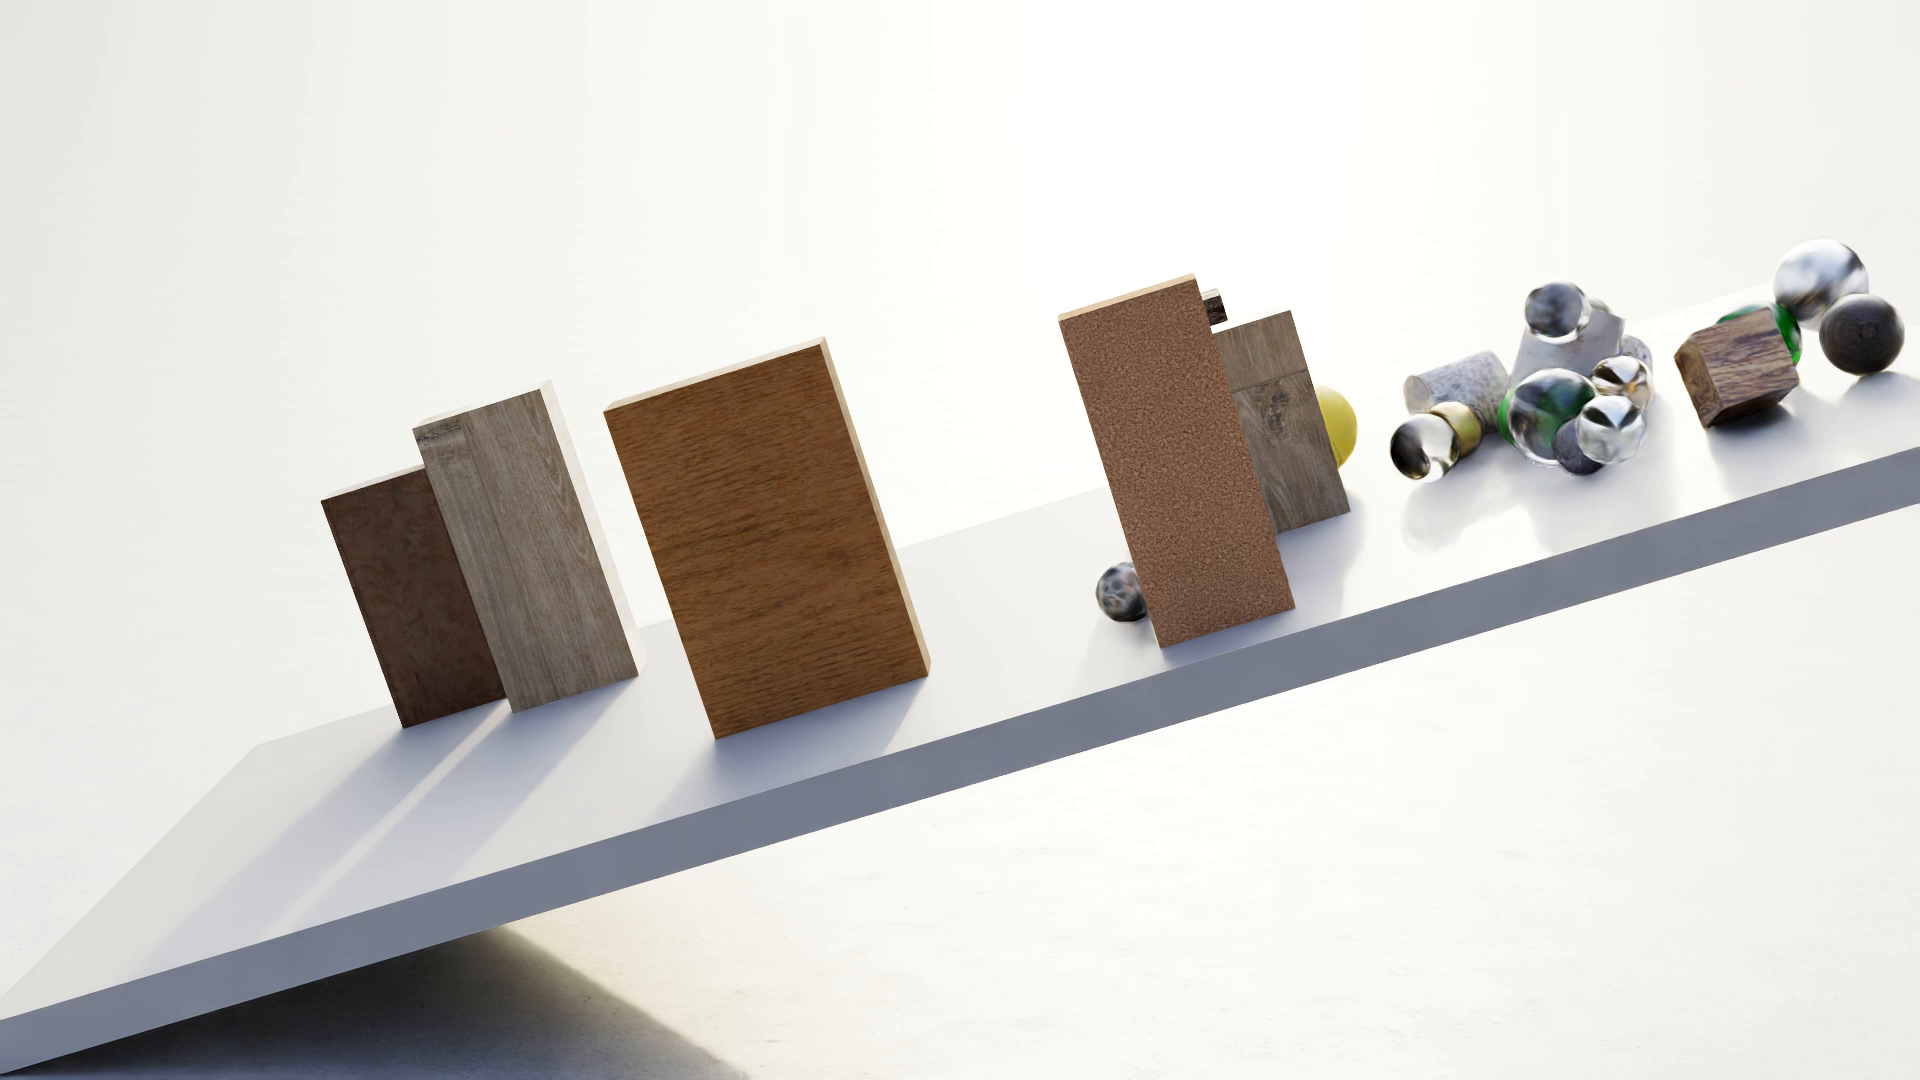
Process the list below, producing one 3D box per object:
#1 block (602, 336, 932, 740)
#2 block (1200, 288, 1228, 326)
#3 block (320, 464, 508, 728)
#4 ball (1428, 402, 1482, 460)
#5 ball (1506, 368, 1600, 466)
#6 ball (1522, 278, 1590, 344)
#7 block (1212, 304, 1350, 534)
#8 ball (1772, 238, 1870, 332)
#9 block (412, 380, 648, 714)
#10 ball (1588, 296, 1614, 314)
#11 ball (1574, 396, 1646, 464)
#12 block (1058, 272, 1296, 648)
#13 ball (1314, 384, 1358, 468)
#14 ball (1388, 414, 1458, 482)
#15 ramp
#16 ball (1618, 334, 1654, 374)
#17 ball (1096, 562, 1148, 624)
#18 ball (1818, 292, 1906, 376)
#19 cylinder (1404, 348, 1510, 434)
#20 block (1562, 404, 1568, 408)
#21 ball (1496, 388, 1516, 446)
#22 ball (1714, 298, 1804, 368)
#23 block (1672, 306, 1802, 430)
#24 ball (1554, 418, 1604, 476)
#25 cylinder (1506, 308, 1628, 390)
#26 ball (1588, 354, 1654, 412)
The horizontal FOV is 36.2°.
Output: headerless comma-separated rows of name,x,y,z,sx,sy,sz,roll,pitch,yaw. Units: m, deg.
block,-0.380,-0.003,5.872,0.449,0.696,0.127,-17,10,5
block,0.476,-0.273,6.467,0.337,0.471,0.141,-17,10,5
block,-1.291,0.128,7.047,0.275,0.583,0.121,-17,10,5
ball,1.044,-0.232,6.251,0.127,0.127,0.127,0,11,0
ball,1.192,-0.246,5.882,0.195,0.195,0.195,0,11,0
ball,1.227,-0.470,6.049,0.137,0.137,0.137,0,11,0
block,0.580,-0.225,6.122,0.346,0.442,0.108,-17,10,5
ball,1.760,-0.520,6.014,0.190,0.190,0.190,0,11,0
block,-0.990,0.015,6.804,0.310,0.700,0.149,-17,10,5
ball,1.481,-0.511,6.954,0.133,0.133,0.133,0,11,0
ball,1.186,-0.201,5.366,0.126,0.126,0.126,0,11,0
block,0.402,-0.146,5.448,0.263,0.641,0.099,-17,10,5
ball,0.768,-0.240,6.434,0.206,0.206,0.206,0,11,0
ball,0.965,-0.191,6.121,0.144,0.144,0.144,0,11,0
ramp,0.099,0.183,6.312,4.000,0.100,2.000,-17,10,5
ball,1.437,-0.381,6.367,0.127,0.127,0.127,0,11,0
ball,0.325,0.102,5.737,0.120,0.120,0.120,0,11,0
ball,1.781,-0.406,5.807,0.164,0.164,0.164,0,11,0
cylinder,1.090,-0.306,6.415,0.179,0.179,0.179,-20,16,-12
block,1.330,-0.370,6.464,0.128,0.128,0.128,-26,10,-38
ball,1.184,-0.254,6.101,0.138,0.138,0.138,0,11,0
ball,1.617,-0.397,5.976,0.186,0.186,0.186,0,11,0
block,1.517,-0.335,5.751,0.161,0.161,0.161,-19,-12,-5
ball,1.216,-0.183,5.743,0.112,0.112,0.112,0,11,0
cylinder,1.287,-0.395,6.242,0.204,0.204,0.204,15,5,-1
ball,1.370,-0.315,6.103,0.138,0.138,0.138,0,11,0
